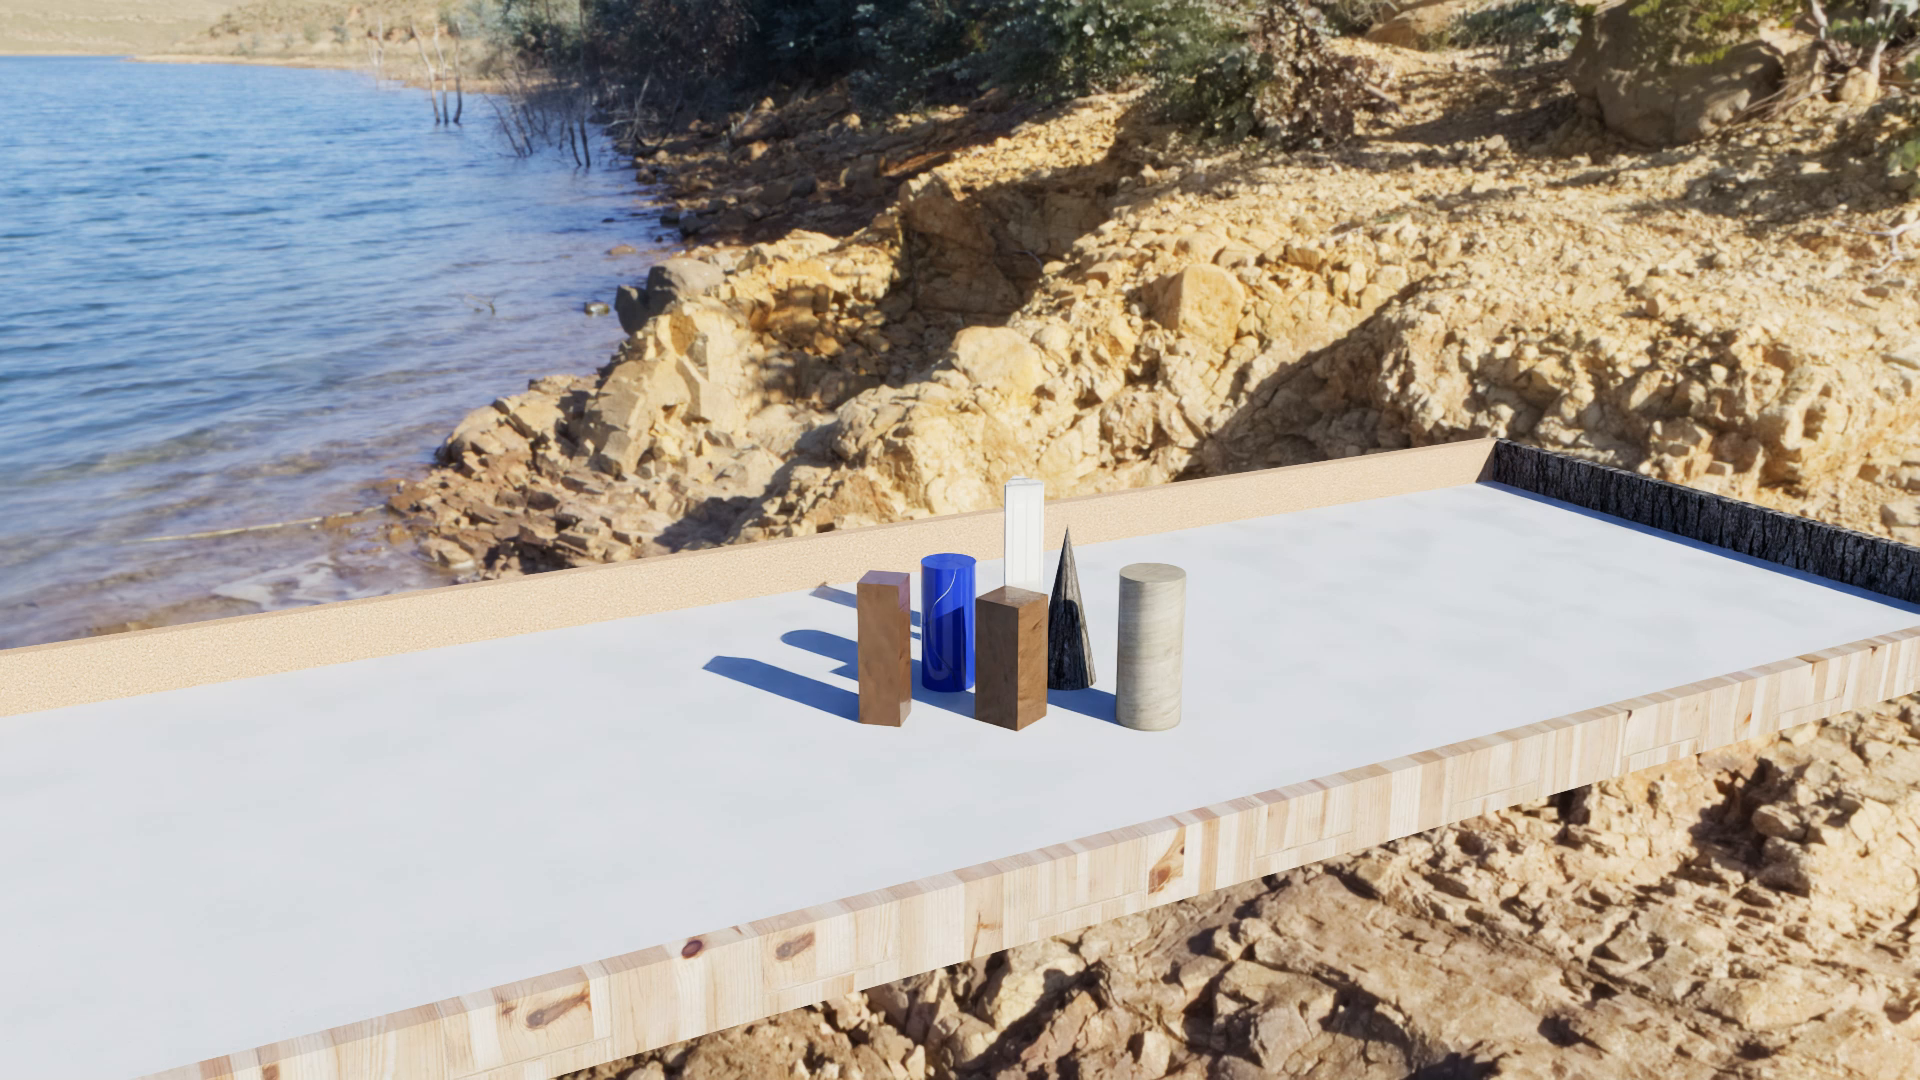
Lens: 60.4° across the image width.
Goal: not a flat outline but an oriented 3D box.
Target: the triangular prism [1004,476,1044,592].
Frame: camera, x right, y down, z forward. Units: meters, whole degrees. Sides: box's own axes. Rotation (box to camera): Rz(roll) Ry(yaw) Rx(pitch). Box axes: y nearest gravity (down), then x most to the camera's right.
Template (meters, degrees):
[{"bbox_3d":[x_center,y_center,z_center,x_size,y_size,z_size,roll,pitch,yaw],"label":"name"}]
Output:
[{"bbox_3d":[0.155,0.061,4.343,0.104,0.455,0.090,-4,17,-13],"label":"triangular prism"}]

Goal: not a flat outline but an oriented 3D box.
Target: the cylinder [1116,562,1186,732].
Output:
[{"bbox_3d":[0.445,0.250,3.860,0.155,0.364,0.155,0,16,0],"label":"cylinder"}]

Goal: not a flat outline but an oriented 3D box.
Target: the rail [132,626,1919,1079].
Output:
[{"bbox_3d":[-2.336,1.006,1.665,12.000,0.150,0.050,-9,18,-27],"label":"rail"}]

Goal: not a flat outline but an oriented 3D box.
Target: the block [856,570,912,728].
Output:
[{"bbox_3d":[-0.177,0.255,3.870,0.100,0.349,0.100,4,17,13],"label":"block"}]

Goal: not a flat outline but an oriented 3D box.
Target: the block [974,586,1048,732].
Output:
[{"bbox_3d":[0.121,0.276,3.876,0.122,0.303,0.122,12,20,35],"label":"block"}]

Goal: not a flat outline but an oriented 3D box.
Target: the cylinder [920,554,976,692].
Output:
[{"bbox_3d":[-0.028,0.205,4.094,0.137,0.318,0.137,0,16,0],"label":"cylinder"}]

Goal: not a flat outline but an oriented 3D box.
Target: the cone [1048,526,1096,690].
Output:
[{"bbox_3d":[0.264,0.155,4.105,0.160,0.408,0.160,0,16,0],"label":"cone"}]

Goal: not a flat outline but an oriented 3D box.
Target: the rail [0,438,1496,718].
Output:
[{"bbox_3d":[-3.305,0.497,3.399,12.000,0.150,0.050,-9,18,-27],"label":"rail"}]

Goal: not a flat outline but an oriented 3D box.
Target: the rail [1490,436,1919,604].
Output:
[{"bbox_3d":[2.466,-0.048,5.253,0.050,0.150,2.100,-9,18,-27],"label":"rail"}]
